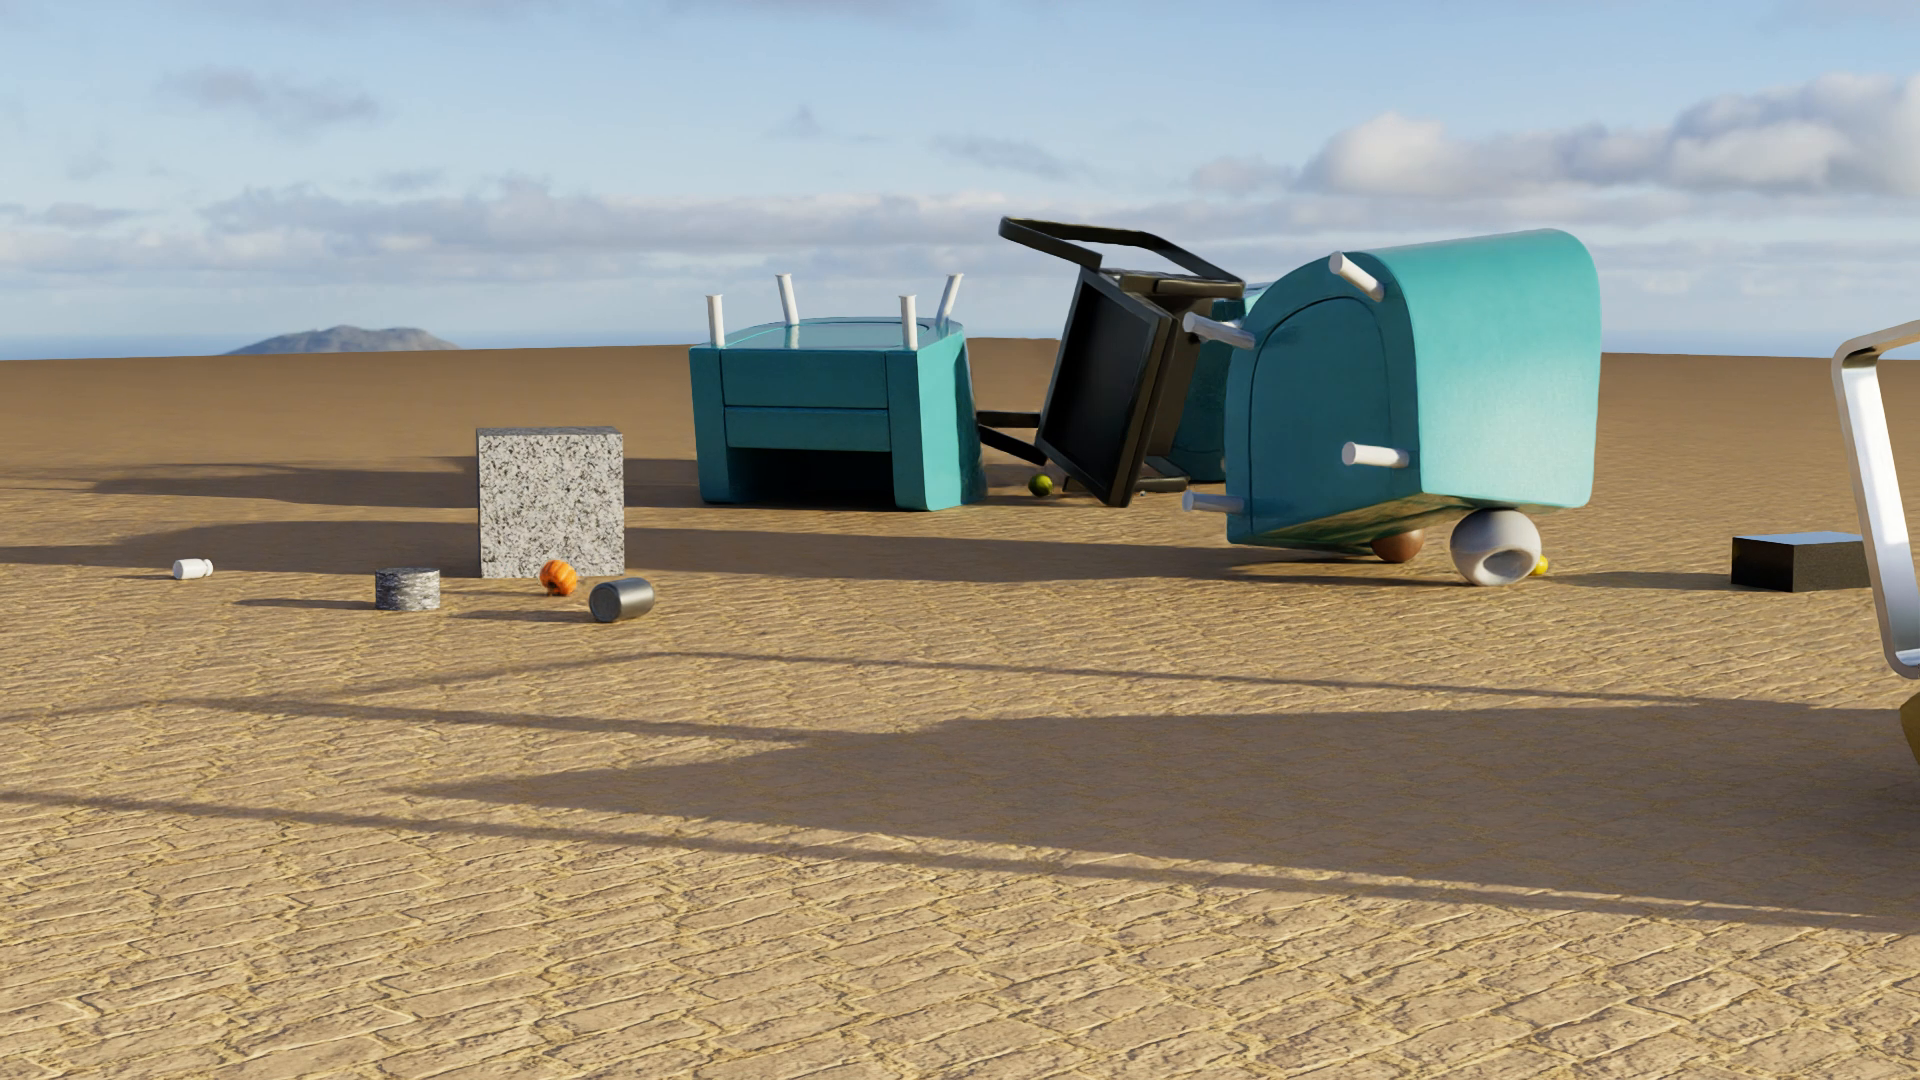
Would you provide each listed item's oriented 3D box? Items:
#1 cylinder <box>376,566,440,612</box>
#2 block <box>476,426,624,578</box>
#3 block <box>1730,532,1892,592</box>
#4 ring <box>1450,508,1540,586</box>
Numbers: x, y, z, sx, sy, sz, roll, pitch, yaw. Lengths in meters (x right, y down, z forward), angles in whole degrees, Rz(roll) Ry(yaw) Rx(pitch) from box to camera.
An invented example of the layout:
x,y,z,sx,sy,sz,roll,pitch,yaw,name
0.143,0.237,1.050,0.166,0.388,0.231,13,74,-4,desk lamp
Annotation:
x,y,z,sx,sy,sz,roll,pitch,yaw,name
-1.100,0.097,5.109,0.126,0.074,0.122,1,6,11,cylinder
-0.923,-0.089,5.761,0.310,0.311,0.314,-1,6,-12,block
1.819,0.045,5.481,0.278,0.100,0.181,-3,7,-26,block
1.140,0.015,5.463,0.190,0.155,0.128,-12,42,2,ring
